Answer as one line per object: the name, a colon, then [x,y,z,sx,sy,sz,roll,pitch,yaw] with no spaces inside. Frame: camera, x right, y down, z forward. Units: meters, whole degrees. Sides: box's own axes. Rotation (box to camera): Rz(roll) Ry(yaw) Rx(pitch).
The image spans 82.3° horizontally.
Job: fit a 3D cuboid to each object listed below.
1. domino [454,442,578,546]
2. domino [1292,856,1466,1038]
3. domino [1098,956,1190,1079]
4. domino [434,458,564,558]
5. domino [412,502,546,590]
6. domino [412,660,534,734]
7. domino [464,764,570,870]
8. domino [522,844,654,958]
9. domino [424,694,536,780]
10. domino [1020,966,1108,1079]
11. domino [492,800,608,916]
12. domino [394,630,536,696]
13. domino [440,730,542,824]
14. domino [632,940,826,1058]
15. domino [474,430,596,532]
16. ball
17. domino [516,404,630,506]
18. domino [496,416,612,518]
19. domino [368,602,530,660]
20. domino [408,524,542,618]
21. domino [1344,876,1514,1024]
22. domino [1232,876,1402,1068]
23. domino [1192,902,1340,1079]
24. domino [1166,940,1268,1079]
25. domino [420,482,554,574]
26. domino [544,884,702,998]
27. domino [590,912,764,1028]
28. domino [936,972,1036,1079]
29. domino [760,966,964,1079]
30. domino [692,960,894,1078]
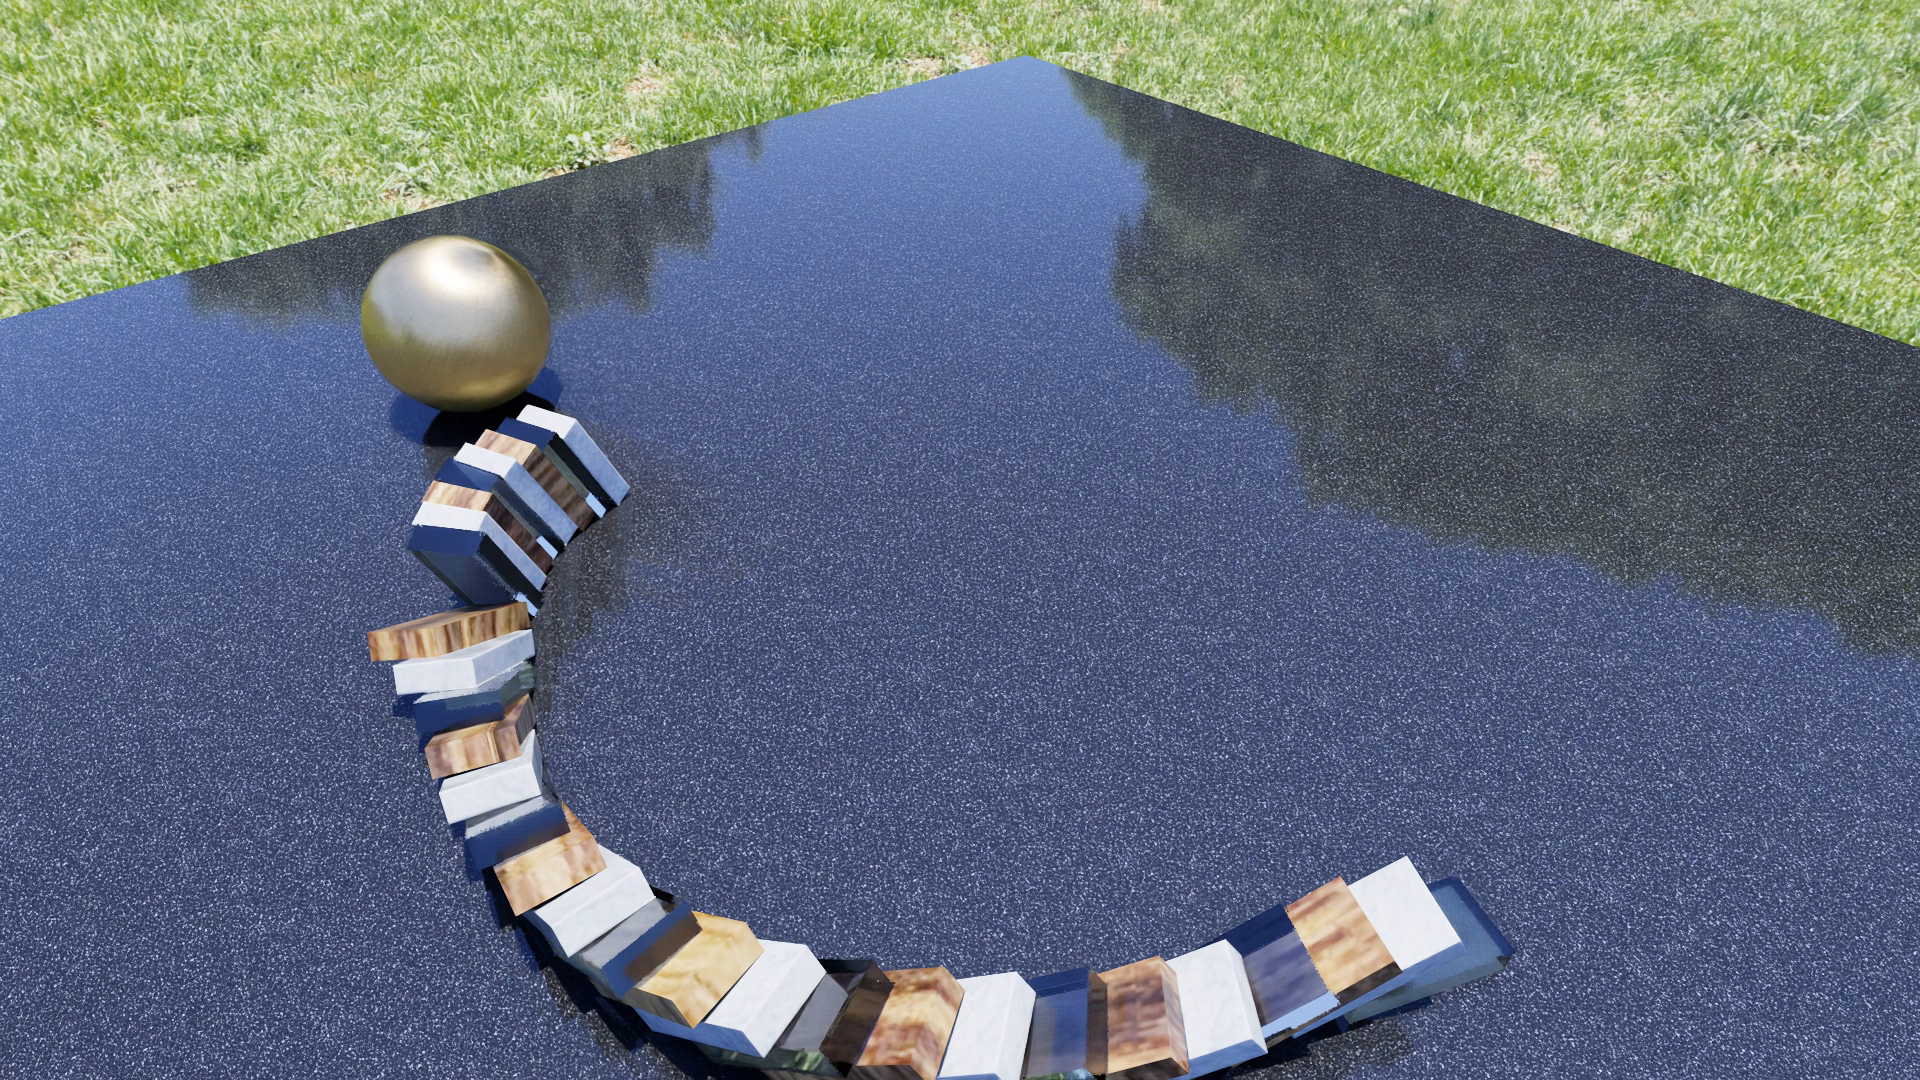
domino: [-0.174,-0.017,0.433,0.025,0.050,0.009,17,65,20]
domino: [0.104,0.108,0.292,0.050,0.009,0.025,-32,43,10]
domino: [0.030,0.123,0.272,0.050,0.010,0.025,-26,34,22]
domino: [-0.177,-0.011,0.425,0.025,0.050,0.010,17,65,20]
domino: [-0.176,0.004,0.406,0.025,0.050,0.009,9,63,11]
domino: [-0.158,0.051,0.361,0.025,0.009,0.050,-8,6,-10]
domino: [-0.131,0.081,0.324,0.025,0.010,0.050,-21,9,-23]
domino: [-0.106,0.097,0.304,0.025,0.010,0.050,-31,14,-32]
domino: [-0.150,0.061,0.348,0.025,0.010,0.050,-13,7,-16]
domino: [0.012,0.124,0.272,0.050,0.010,0.025,-24,32,25]
domino: [-0.119,0.089,0.313,0.025,0.009,0.050,-25,11,-27]
domino: [-0.166,0.041,0.372,0.025,0.009,0.050,-6,6,0]
domino: [-0.142,0.071,0.335,0.025,0.010,0.050,-16,8,-19]
domino: [-0.060,0.115,0.282,0.050,0.009,0.025,-14,24,43]
domino: [-0.169,-0.023,0.440,0.025,0.050,0.010,17,65,20]
ball: [-0.232,-0.099,0.509,0.080,0.080,0.080,0,39,0]
domino: [-0.159,-0.034,0.454,0.025,0.050,0.010,17,65,20]
domino: [-0.164,-0.029,0.447,0.025,0.050,0.009,17,65,20]
domino: [-0.176,0.031,0.381,0.025,0.009,0.050,-4,6,13]
domino: [-0.174,0.012,0.397,0.025,0.050,0.009,6,62,8]
domino: [0.124,0.113,0.306,0.050,0.010,0.025,-12,41,-14]
domino: [0.085,0.112,0.287,0.050,0.009,0.025,-34,42,8]
domino: [0.067,0.117,0.281,0.050,0.010,0.025,-33,41,9]
domino: [0.049,0.122,0.274,0.050,0.009,0.025,-29,36,18]
domino: [-0.177,-0.003,0.415,0.025,0.050,0.009,11,63,13]
domino: [-0.092,0.104,0.295,0.025,0.009,0.050,-35,16,-35]
domino: [-0.076,0.110,0.288,0.050,0.010,0.025,-12,23,46]
domino: [-0.007,0.124,0.272,0.050,0.009,0.025,-21,30,30]
domino: [-0.025,0.122,0.274,0.050,0.010,0.025,-19,28,34]
domino: [-0.043,0.119,0.277,0.050,0.009,0.025,-16,26,38]
